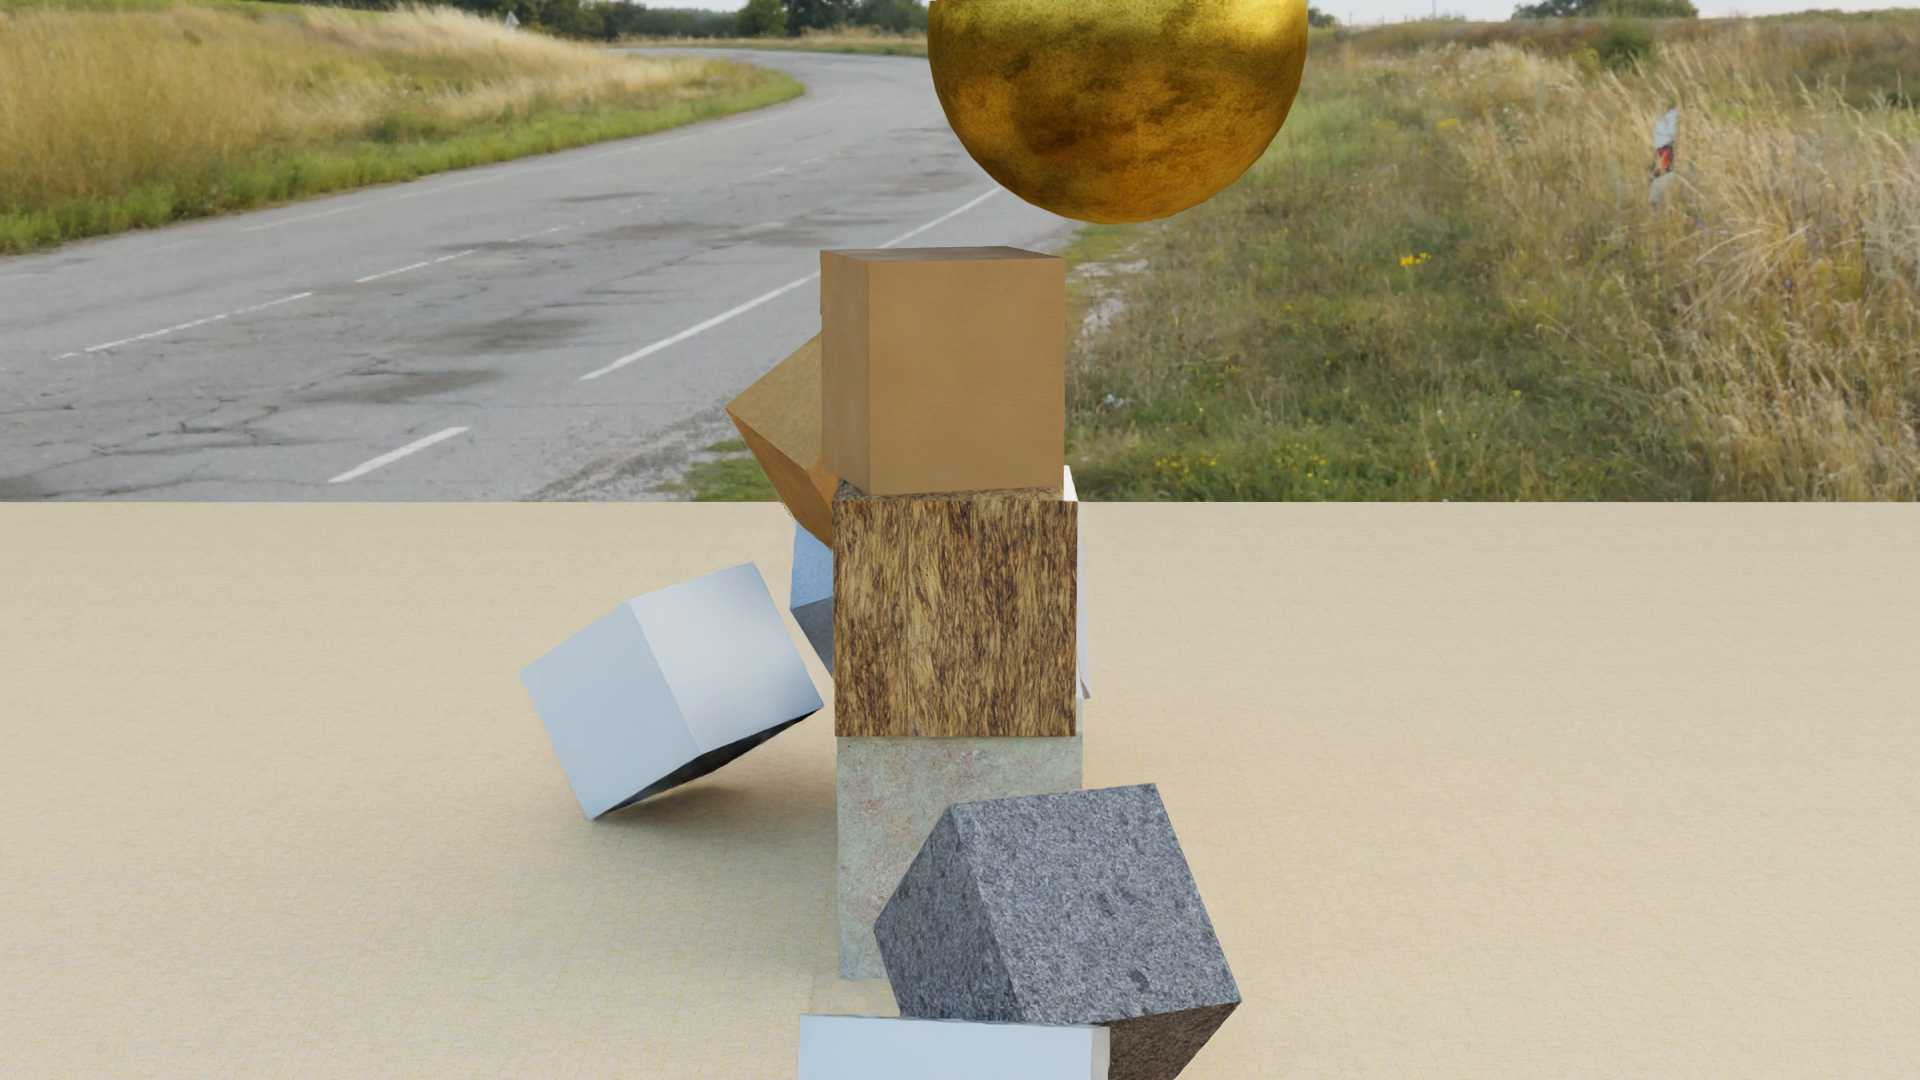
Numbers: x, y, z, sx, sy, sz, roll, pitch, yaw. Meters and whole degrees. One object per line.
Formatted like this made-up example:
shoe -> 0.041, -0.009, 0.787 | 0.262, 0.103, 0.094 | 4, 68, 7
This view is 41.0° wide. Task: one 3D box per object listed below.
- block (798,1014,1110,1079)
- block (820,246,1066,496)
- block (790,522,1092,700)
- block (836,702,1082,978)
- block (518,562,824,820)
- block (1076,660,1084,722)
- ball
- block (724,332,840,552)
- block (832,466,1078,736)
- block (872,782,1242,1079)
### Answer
block -> -0.007, 1.737, 7.309 | 0.798, 0.721, 0.834 | 1, -10, 7
block -> -0.078, -0.690, 10.178 | 0.784, 0.887, 0.733 | -3, 11, -17
block -> -0.086, 0.180, 13.278 | 1.160, 1.138, 1.196 | -17, 39, 14
block -> -0.001, 1.155, 10.417 | 0.949, 1.000, 0.866 | 0, 10, 0
block -> -1.385, 0.720, 12.342 | 0.871, 0.791, 0.894 | -31, -8, 37
block -> 0.011, 1.024, 11.361 | 1.021, 0.920, 1.021 | 0, 10, 1
ball -> 0.660, -2.133, 10.793 | 1.600, 1.600, 1.600 | 0, 10, 0
block -> -0.398, -0.515, 12.630 | 0.995, 0.823, 0.850 | -39, 39, -11
block -> -0.017, 0.225, 10.181 | 0.924, 0.916, 0.874 | 0, 10, 0
block -> 0.300, 1.406, 8.537 | 0.773, 0.809, 0.824 | -3, 54, -26
